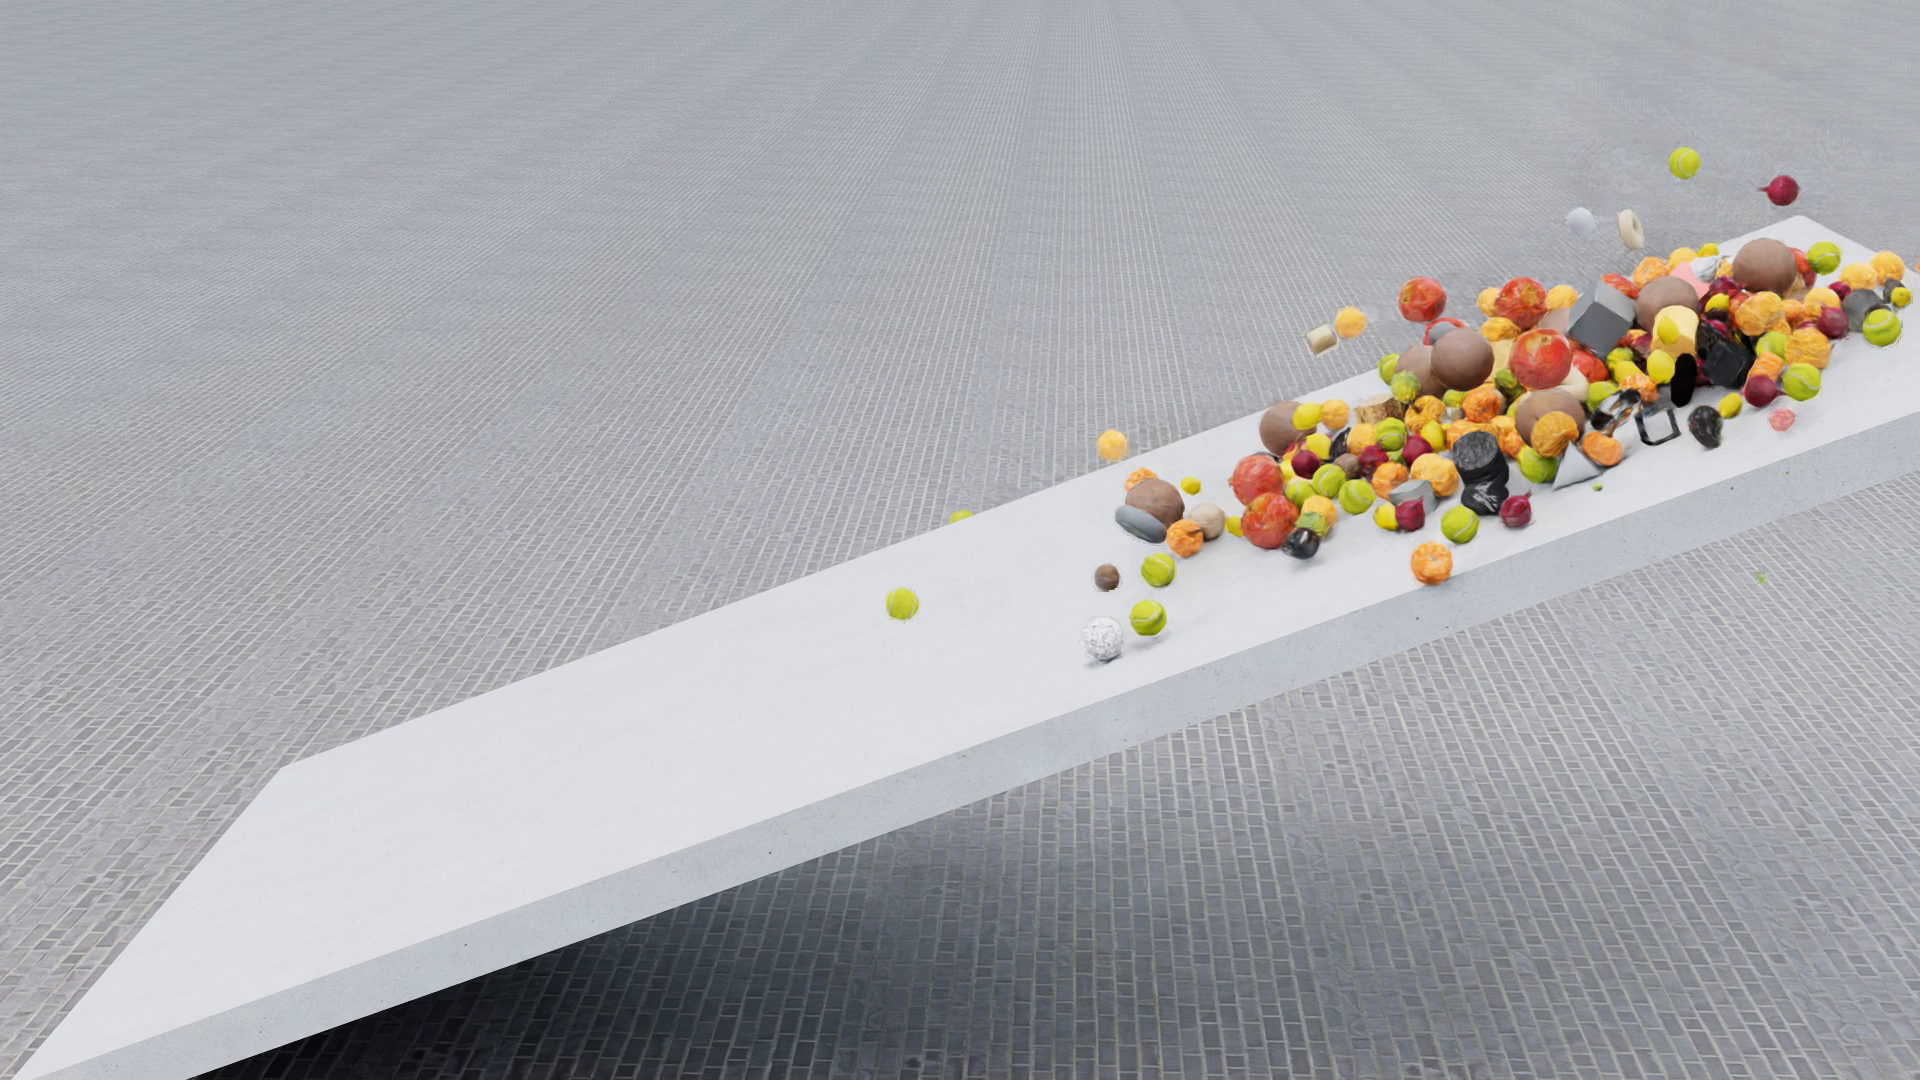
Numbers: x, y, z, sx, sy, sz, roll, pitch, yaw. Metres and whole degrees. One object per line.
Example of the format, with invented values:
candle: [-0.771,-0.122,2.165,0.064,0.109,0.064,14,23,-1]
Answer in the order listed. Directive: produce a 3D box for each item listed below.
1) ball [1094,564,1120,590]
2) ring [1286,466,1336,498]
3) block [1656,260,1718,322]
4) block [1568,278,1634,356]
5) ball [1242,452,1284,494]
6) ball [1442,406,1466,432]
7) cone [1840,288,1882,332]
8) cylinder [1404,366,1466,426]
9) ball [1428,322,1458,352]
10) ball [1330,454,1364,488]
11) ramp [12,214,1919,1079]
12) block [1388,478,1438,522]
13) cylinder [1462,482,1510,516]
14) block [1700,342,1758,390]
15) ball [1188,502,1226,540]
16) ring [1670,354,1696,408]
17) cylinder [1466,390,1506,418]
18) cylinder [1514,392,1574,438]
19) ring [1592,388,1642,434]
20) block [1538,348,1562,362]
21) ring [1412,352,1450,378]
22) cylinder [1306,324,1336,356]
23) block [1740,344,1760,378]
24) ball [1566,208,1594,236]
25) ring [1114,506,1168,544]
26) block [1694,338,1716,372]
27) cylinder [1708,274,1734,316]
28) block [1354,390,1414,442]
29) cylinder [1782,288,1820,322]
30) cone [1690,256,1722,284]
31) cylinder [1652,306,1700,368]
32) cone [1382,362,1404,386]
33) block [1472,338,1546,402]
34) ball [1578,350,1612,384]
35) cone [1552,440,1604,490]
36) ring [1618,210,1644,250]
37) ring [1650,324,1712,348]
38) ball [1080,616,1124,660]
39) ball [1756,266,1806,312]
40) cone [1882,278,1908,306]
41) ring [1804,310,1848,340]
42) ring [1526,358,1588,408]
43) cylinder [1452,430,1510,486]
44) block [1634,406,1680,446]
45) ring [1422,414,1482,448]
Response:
ball: [0.302,0.077,6.033,0.055,0.055,0.055,0,13,0]
ring: [0.742,-0.122,6.197,0.114,0.038,0.114,-21,13,5]
block: [1.504,-0.505,6.090,0.088,0.088,0.088,-43,62,-11]
block: [1.303,-0.454,5.977,0.094,0.094,0.094,31,36,-7]
ball: [0.652,-0.146,6.336,0.089,0.089,0.089,0,13,0]
ball: [1.017,-0.249,6.056,0.050,0.050,0.050,0,13,0]
cone: [1.793,-0.446,5.798,0.087,0.087,0.087,11,2,38]
cylinder: [1.030,-0.312,6.389,0.099,0.099,0.099,-24,16,-5]
ball: [1.076,-0.452,6.549,0.068,0.068,0.068,0,13,0]
ball: [0.794,-0.142,6.027,0.070,0.070,0.070,0,13,0]
ramp: [0.119,0.175,6.295,4.000,0.100,2.000,-20,12,7]
block: [0.877,-0.076,5.690,0.060,0.060,0.060,-10,16,44]
cylinder: [0.982,-0.076,5.494,0.063,0.063,0.063,-9,3,-33]
block: [1.483,-0.336,5.672,0.067,0.067,0.067,36,25,29]
ball: [0.514,-0.038,6.113,0.081,0.081,0.081,0,13,0]
ring: [1.410,-0.312,5.735,0.035,0.106,0.106,8,14,5]
cylinder: [1.097,-0.284,6.136,0.060,0.060,0.060,-5,13,-44]
cylinder: [1.172,-0.253,5.897,0.091,0.091,0.091,-2,9,-10]
ring: [1.246,-0.245,5.581,0.109,0.109,0.036,-11,56,-39]
block: [1.278,-0.381,6.388,0.052,0.052,0.052,-20,12,5]
ring: [1.079,-0.394,6.731,0.089,0.089,0.030,-2,50,-9]
cylinder: [0.792,-0.440,6.453,0.052,0.052,0.052,-25,14,0]
block: [1.523,-0.344,5.770,0.055,0.055,0.055,-31,15,-34]
ball: [1.412,-0.724,6.697,0.065,0.065,0.065,0,13,0]
ring: [0.376,-0.032,6.114,0.123,0.041,0.123,28,-8,4]
block: [1.485,-0.372,5.931,0.059,0.059,0.059,-13,8,-24]
cylinder: [1.625,-0.536,6.386,0.087,0.087,0.087,-1,13,-2]
block: [0.926,-0.270,6.438,0.080,0.080,0.080,-9,17,46]
cylinder: [1.716,-0.480,5.999,0.060,0.060,0.060,-15,9,16]
cone: [1.520,-0.559,5.941,0.061,0.061,0.061,-10,-21,-37]
cylinder: [1.422,-0.405,5.846,0.087,0.087,0.087,4,44,15]
cone: [1.017,-0.382,6.926,0.052,0.052,0.052,3,46,13]
block: [1.170,-0.361,6.267,0.095,0.095,0.095,27,-18,-27]
ball: [1.296,-0.354,6.001,0.068,0.068,0.068,0,13,0]
cone: [1.138,-0.124,5.498,0.089,0.089,0.089,41,15,-13]
ring: [1.548,-0.715,6.789,0.033,0.098,0.098,-18,3,31]
ring: [1.476,-0.404,6.022,0.131,0.044,0.131,2,44,-2]
ball: [0.267,0.186,5.528,0.083,0.083,0.083,0,13,0]
ball: [1.713,-0.524,6.135,0.100,0.100,0.100,0,13,0]
cone: [1.856,-0.486,5.879,0.054,0.054,0.054,-46,31,-15]
ring: [1.727,-0.426,5.837,0.104,0.035,0.104,-20,13,5]
ring: [1.162,-0.305,5.723,0.130,0.043,0.130,11,38,-9]
cylinder: [0.997,-0.147,5.631,0.090,0.090,0.090,-14,51,18]
block: [1.316,-0.216,5.554,0.056,0.056,0.056,-23,12,-7]
ring: [1.030,-0.229,6.157,0.130,0.043,0.130,-20,11,4]
